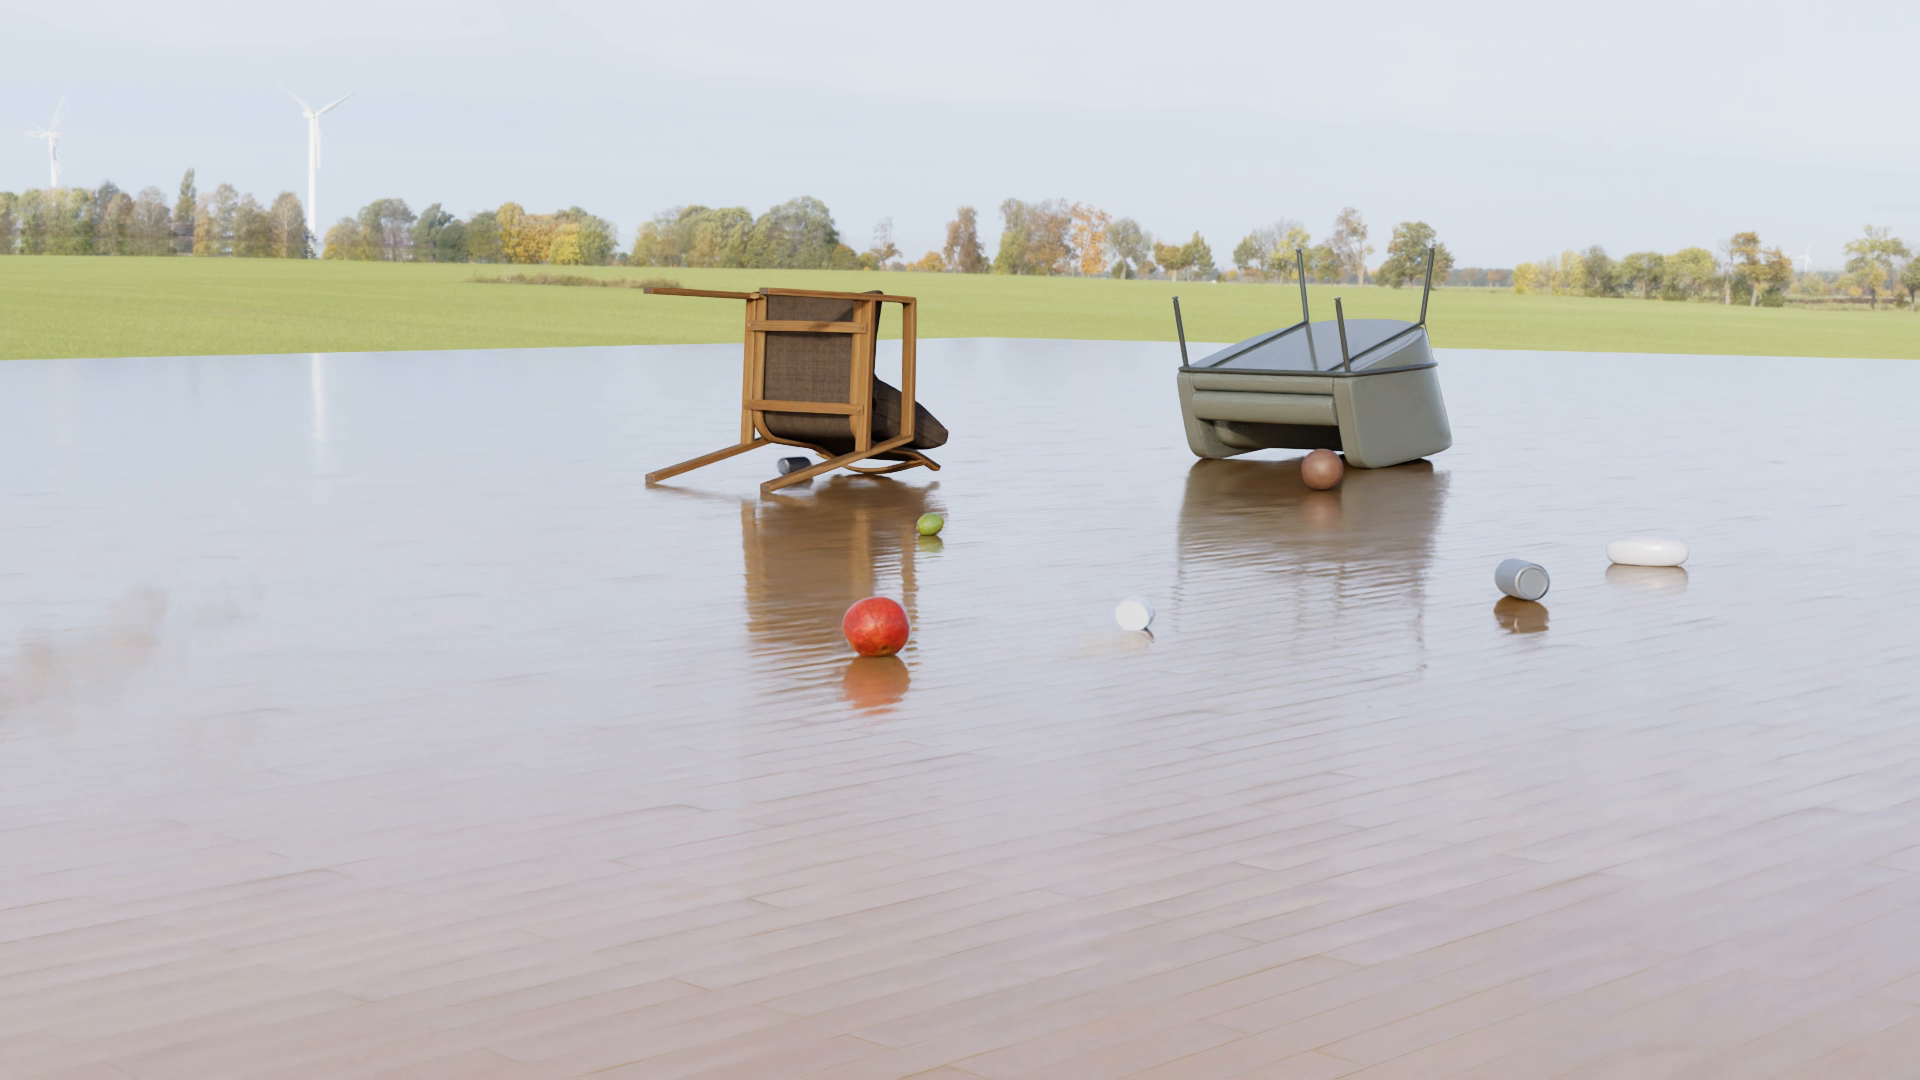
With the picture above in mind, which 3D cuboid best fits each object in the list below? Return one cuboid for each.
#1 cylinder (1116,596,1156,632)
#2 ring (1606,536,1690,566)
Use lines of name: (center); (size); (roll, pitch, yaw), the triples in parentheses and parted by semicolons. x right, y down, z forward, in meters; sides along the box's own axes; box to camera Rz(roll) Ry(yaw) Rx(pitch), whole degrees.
cylinder: (0.327, 0.138, 4.792); (0.065, 0.057, 0.067); (26, 11, 11)
ring: (1.572, 0.026, 5.868); (0.188, 0.061, 0.087); (1, 8, 24)
